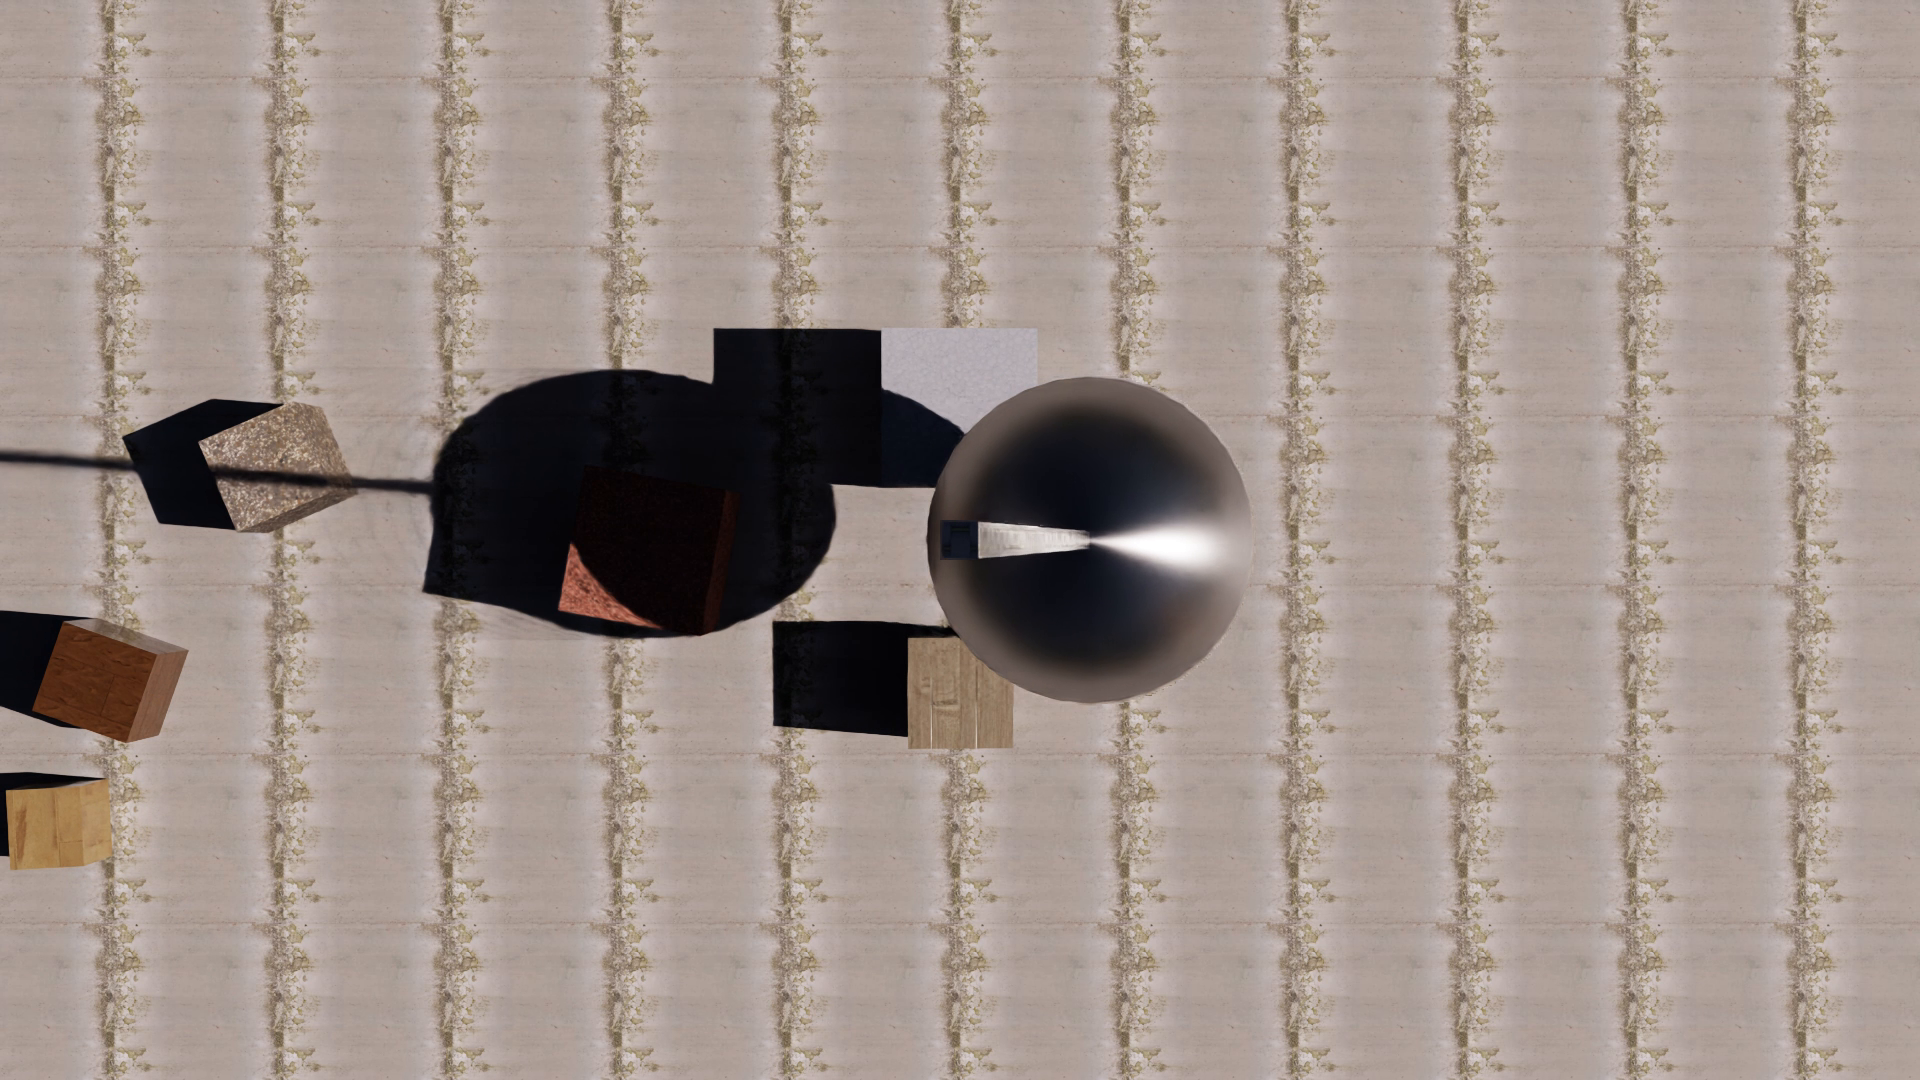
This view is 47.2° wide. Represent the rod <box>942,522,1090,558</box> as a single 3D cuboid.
[{"bbox_3d":[0.274,0.000,7.365,0.080,5.200,0.080,0,90,6],"label":"rod"}]

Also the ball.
[{"bbox_3d":[0.633,0.000,10.746,1.600,1.600,1.600,0,90,0],"label":"ball"}]

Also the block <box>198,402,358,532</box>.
[{"bbox_3d":[-3.929,-0.413,12.714,0.580,0.572,0.559,-23,90,0],"label":"block"}]

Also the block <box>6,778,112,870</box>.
[{"bbox_3d":[-5.233,1.649,12.788,0.422,0.424,0.456,-3,90,0],"label":"block"}]

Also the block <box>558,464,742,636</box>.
[{"bbox_3d":[-1.756,0.057,12.578,0.796,0.845,0.822,10,90,0],"label":"block"}]

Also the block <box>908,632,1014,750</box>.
[{"bbox_3d":[0.002,0.856,12.642,0.588,0.717,0.619,0,90,0],"label":"block"}]

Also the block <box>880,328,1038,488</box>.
[{"bbox_3d":[-0.005,-0.735,12.550,0.858,0.901,0.863,0,90,0],"label":"block"}]

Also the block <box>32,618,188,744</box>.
[{"bbox_3d":[-4.914,0.809,12.743,0.566,0.514,0.535,19,90,0],"label":"block"}]
